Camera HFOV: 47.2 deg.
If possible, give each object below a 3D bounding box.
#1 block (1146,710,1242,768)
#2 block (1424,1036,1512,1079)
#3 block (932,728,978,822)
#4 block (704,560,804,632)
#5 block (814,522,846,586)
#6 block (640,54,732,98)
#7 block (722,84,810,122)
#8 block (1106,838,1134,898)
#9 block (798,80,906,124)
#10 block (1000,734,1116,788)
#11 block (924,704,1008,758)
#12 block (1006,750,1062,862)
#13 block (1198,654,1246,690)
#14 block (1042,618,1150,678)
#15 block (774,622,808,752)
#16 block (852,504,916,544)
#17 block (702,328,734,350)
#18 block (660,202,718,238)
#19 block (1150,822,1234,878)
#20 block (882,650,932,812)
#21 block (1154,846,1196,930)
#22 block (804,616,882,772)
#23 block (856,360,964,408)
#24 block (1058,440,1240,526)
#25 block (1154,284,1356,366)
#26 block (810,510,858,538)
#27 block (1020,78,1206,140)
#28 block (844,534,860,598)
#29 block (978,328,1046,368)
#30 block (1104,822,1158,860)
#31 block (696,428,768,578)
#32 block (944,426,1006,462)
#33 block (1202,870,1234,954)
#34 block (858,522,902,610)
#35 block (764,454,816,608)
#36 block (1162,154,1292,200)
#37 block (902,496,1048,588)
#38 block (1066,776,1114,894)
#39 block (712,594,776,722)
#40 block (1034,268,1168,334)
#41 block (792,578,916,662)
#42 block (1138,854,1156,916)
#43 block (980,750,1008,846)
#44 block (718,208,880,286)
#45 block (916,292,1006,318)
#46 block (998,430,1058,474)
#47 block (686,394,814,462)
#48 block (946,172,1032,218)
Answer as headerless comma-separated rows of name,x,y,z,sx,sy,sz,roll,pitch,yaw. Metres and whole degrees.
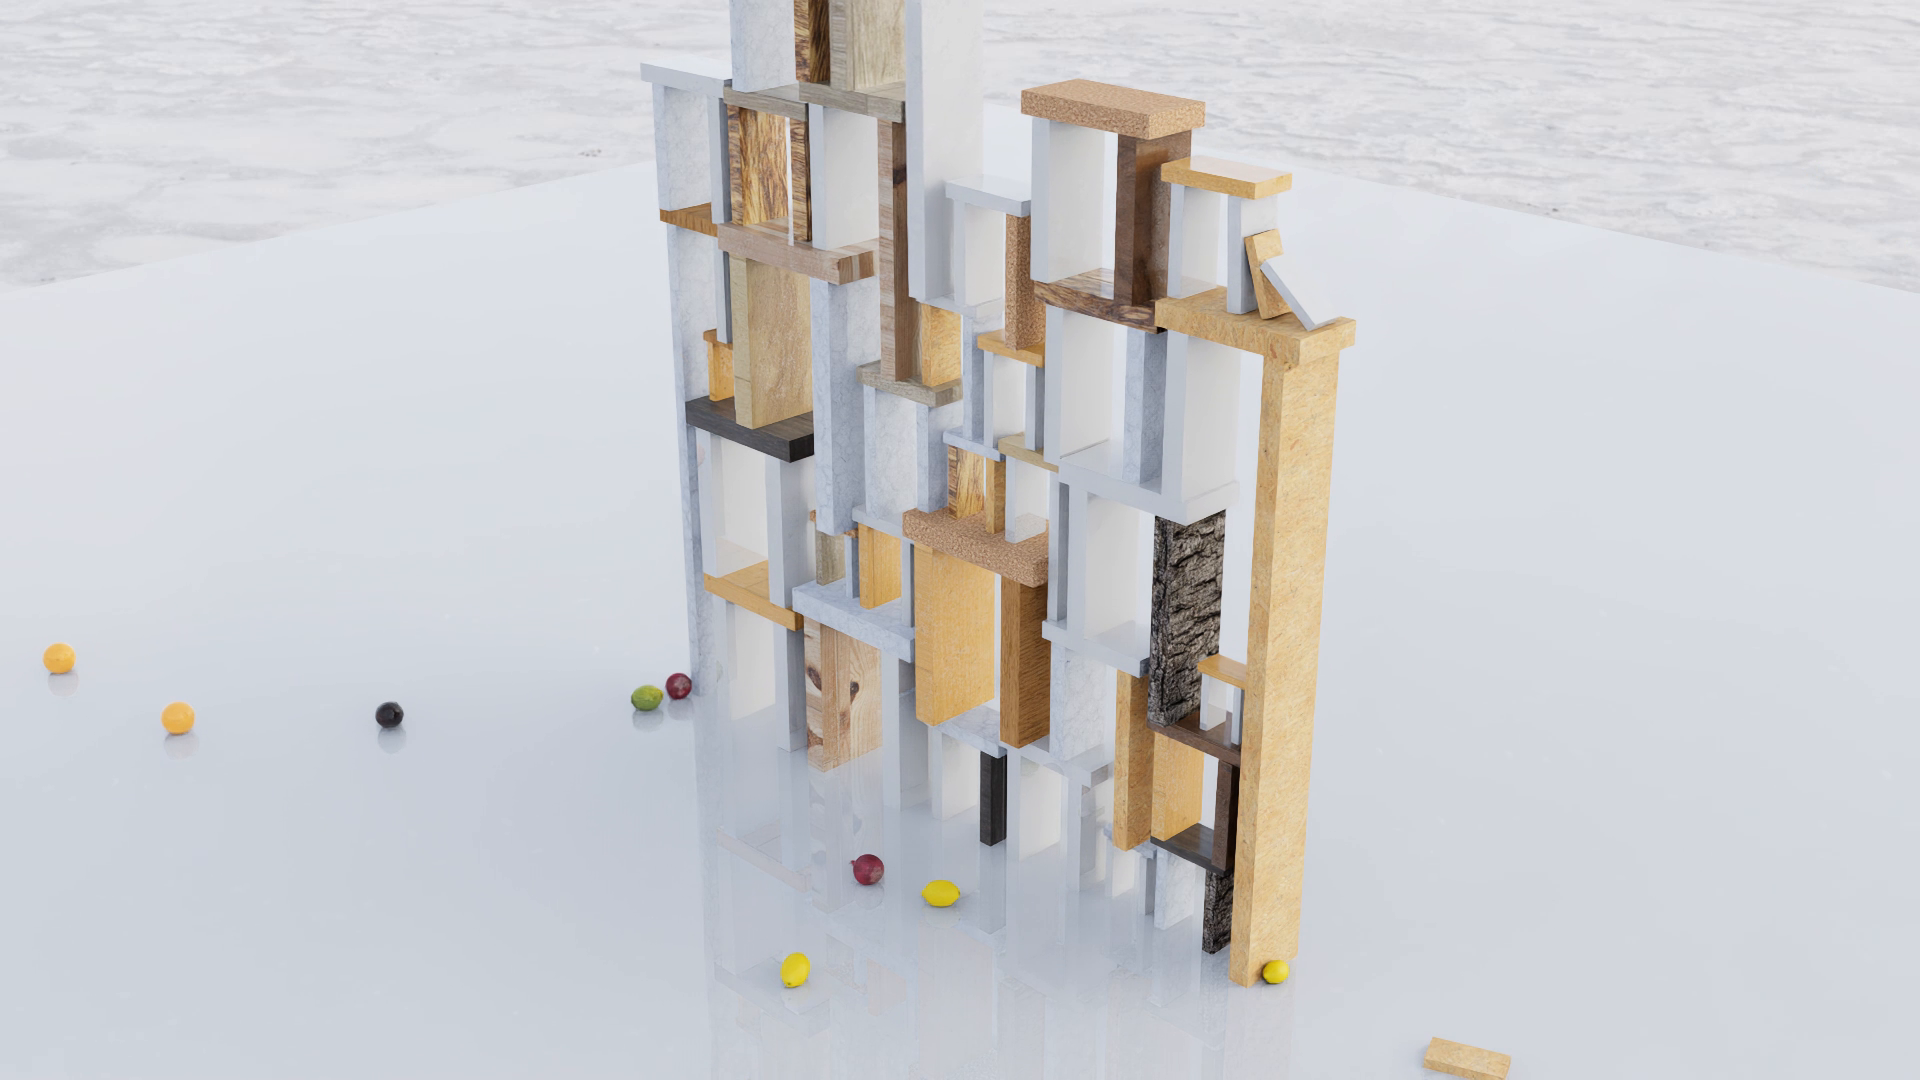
block,0.446,0.336,3.888,0.213,0.030,0.107,21,31,40
block,0.849,0.873,3.680,0.132,0.019,0.066,10,25,22
block,-0.010,0.455,4.427,0.029,0.204,0.102,21,31,41
block,-0.395,0.109,4.693,0.296,0.042,0.148,21,31,41
block,-0.265,0.020,4.522,0.019,0.137,0.068,21,31,41
block,-0.506,-0.926,4.386,0.256,0.036,0.128,21,30,40
block,-0.333,-0.848,4.225,0.237,0.034,0.118,21,31,40
block,0.303,0.612,4.161,0.062,0.123,0.017,-21,31,-40
block,-0.154,-0.819,4.049,0.275,0.039,0.138,21,31,41
block,0.200,0.395,4.180,0.118,0.034,0.237,-21,31,-41
block,0.037,0.366,4.337,0.102,0.029,0.204,-21,31,-41
block,0.145,0.498,4.284,0.118,0.237,0.034,-21,31,-41
block,0.470,0.228,3.806,0.054,0.015,0.108,-21,30,-40
block,0.276,0.180,3.992,0.119,0.034,0.238,-21,30,-40
block,-0.325,0.291,4.695,0.042,0.296,0.148,21,31,41
block,-0.117,-0.039,4.334,0.183,0.026,0.091,21,31,40
block,-0.467,-0.415,4.553,0.064,0.018,0.128,-21,30,-40
block,-0.502,-0.658,4.497,0.220,0.031,0.110,21,31,41
block,0.438,0.554,3.989,0.085,0.024,0.170,-21,31,-41
block,-0.077,0.361,4.464,0.049,0.348,0.174,21,31,41
block,0.399,0.628,4.063,0.085,0.170,0.024,-21,31,-41
block,-0.241,0.297,4.615,0.049,0.348,0.174,21,31,41
block,-0.084,-0.304,4.188,0.217,0.031,0.108,21,31,41
block,0.327,-0.103,3.823,0.289,0.041,0.144,21,31,40
block,0.475,-0.351,3.553,0.293,0.042,0.147,21,31,41
block,-0.234,-0.040,4.462,0.137,0.019,0.068,21,31,41
block,0.252,-0.716,3.646,0.282,0.040,0.141,21,31,41
block,-0.201,0.045,4.462,0.019,0.137,0.068,21,31,40
block,0.117,-0.347,3.951,0.080,0.023,0.160,-21,31,-40
block,0.335,0.555,4.113,0.062,0.017,0.123,-22,31,-40
block,-0.478,-0.101,4.707,0.166,0.332,0.047,-21,31,-41
block,0.047,-0.183,4.093,0.074,0.021,0.148,-21,31,-41
block,0.479,0.659,3.990,0.085,0.170,0.024,-21,31,-40
block,-0.160,0.040,4.415,0.026,0.183,0.091,21,31,41
block,-0.321,-0.040,4.563,0.166,0.332,0.047,-21,31,-41
block,0.426,-0.582,3.521,0.190,0.027,0.095,21,31,41
block,0.072,-0.006,4.144,0.343,0.049,0.171,21,31,41
block,0.256,0.542,4.181,0.118,0.237,0.034,-21,31,-41
block,-0.465,0.237,4.823,0.042,0.296,0.148,21,31,41
block,0.275,-0.413,3.754,0.274,0.039,0.137,21,31,40
block,-0.159,0.146,4.462,0.348,0.049,0.174,21,31,41
block,0.360,0.634,4.107,0.062,0.123,0.017,-22,31,-40
block,0.086,0.493,4.338,0.029,0.204,0.102,21,31,41
block,-0.290,-0.576,4.299,0.180,0.051,0.359,-21,31,-40
block,0.003,-0.442,4.039,0.079,0.022,0.158,-21,31,-40
block,0.159,-0.159,3.977,0.085,0.024,0.169,-21,31,-40
block,-0.400,-0.245,4.561,0.332,0.047,0.166,21,31,41
block,0.075,-0.608,3.872,0.097,0.027,0.194,-20,30,-38
